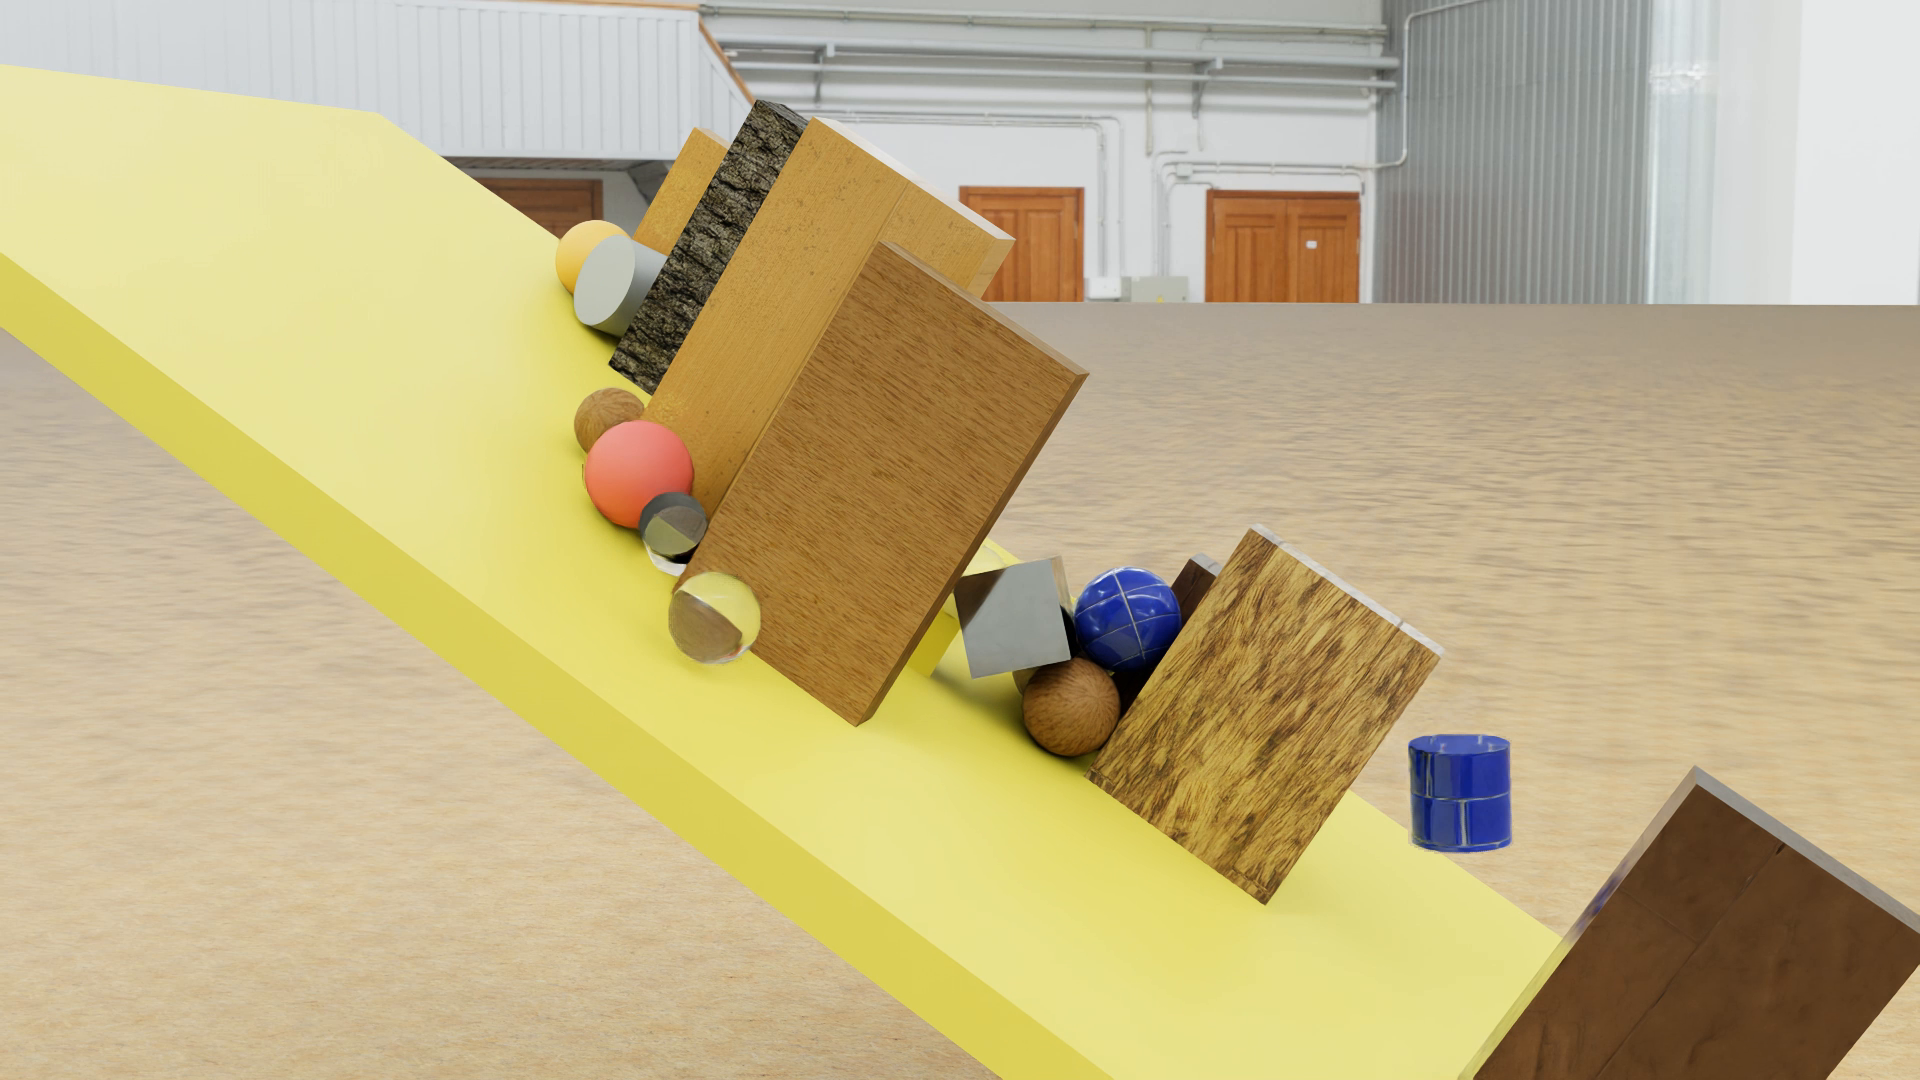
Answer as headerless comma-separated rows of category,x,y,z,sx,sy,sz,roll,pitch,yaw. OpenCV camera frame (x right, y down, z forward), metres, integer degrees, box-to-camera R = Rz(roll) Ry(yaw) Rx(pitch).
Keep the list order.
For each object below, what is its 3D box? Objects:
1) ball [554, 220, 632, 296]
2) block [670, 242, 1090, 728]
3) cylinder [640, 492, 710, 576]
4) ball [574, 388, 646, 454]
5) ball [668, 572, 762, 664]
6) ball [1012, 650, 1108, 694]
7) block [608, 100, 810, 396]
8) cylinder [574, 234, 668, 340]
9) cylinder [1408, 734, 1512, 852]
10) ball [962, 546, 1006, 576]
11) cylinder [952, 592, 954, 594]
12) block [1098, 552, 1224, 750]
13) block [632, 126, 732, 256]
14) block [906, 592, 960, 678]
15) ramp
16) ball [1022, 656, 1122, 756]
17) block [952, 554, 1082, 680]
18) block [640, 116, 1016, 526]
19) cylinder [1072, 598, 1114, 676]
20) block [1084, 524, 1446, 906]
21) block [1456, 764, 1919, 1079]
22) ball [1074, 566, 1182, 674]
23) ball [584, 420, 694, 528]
ball,-0.813,-0.623,4.923,0.185,0.185,0.185,0,7,0
block,-0.138,-0.089,3.589,0.388,0.690,0.082,35,15,10
cylinder,-0.477,-0.010,3.704,0.112,0.112,0.112,0,-19,-1
ball,-0.639,-0.210,4.044,0.139,0.139,0.139,0,7,0
ball,-0.388,0.123,3.471,0.148,0.148,0.148,0,7,0
ball,0.190,0.240,4.183,0.185,0.185,0.185,0,7,0
block,-0.412,-0.539,4.571,0.352,0.641,0.150,35,15,10
cylinder,-0.695,-0.531,4.796,0.207,0.207,0.207,7,-11,46
cylinder,0.905,0.456,3.980,0.179,0.179,0.179,-3,6,0
ball,0.028,0.080,4.450,0.142,0.142,0.142,0,7,0
cylinder,-0.088,0.087,4.213,0.134,0.134,0.134,-6,37,-39
block,0.446,0.270,4.164,0.268,0.408,0.109,35,15,10
block,-0.563,-0.649,4.983,0.336,0.453,0.084,35,15,10
block,-0.072,0.154,4.046,0.125,0.125,0.125,32,15,-2
ramp,-0.139,0.231,4.105,4.000,0.100,2.000,35,15,10
ball,0.203,0.304,4.011,0.182,0.182,0.182,0,7,0
block,0.104,0.138,4.008,0.183,0.183,0.183,-12,0,9
block,-0.273,-0.312,3.891,0.391,0.762,0.120,35,15,10
cylinder,0.320,0.212,4.411,0.180,0.180,0.180,6,8,19
block,0.540,0.312,3.937,0.398,0.553,0.083,35,15,10
block,0.940,0.725,3.027,0.357,0.756,0.120,35,15,10
ball,0.307,0.147,4.034,0.198,0.198,0.198,0,7,0
ball,-0.554,-0.113,3.801,0.187,0.187,0.187,0,7,0
